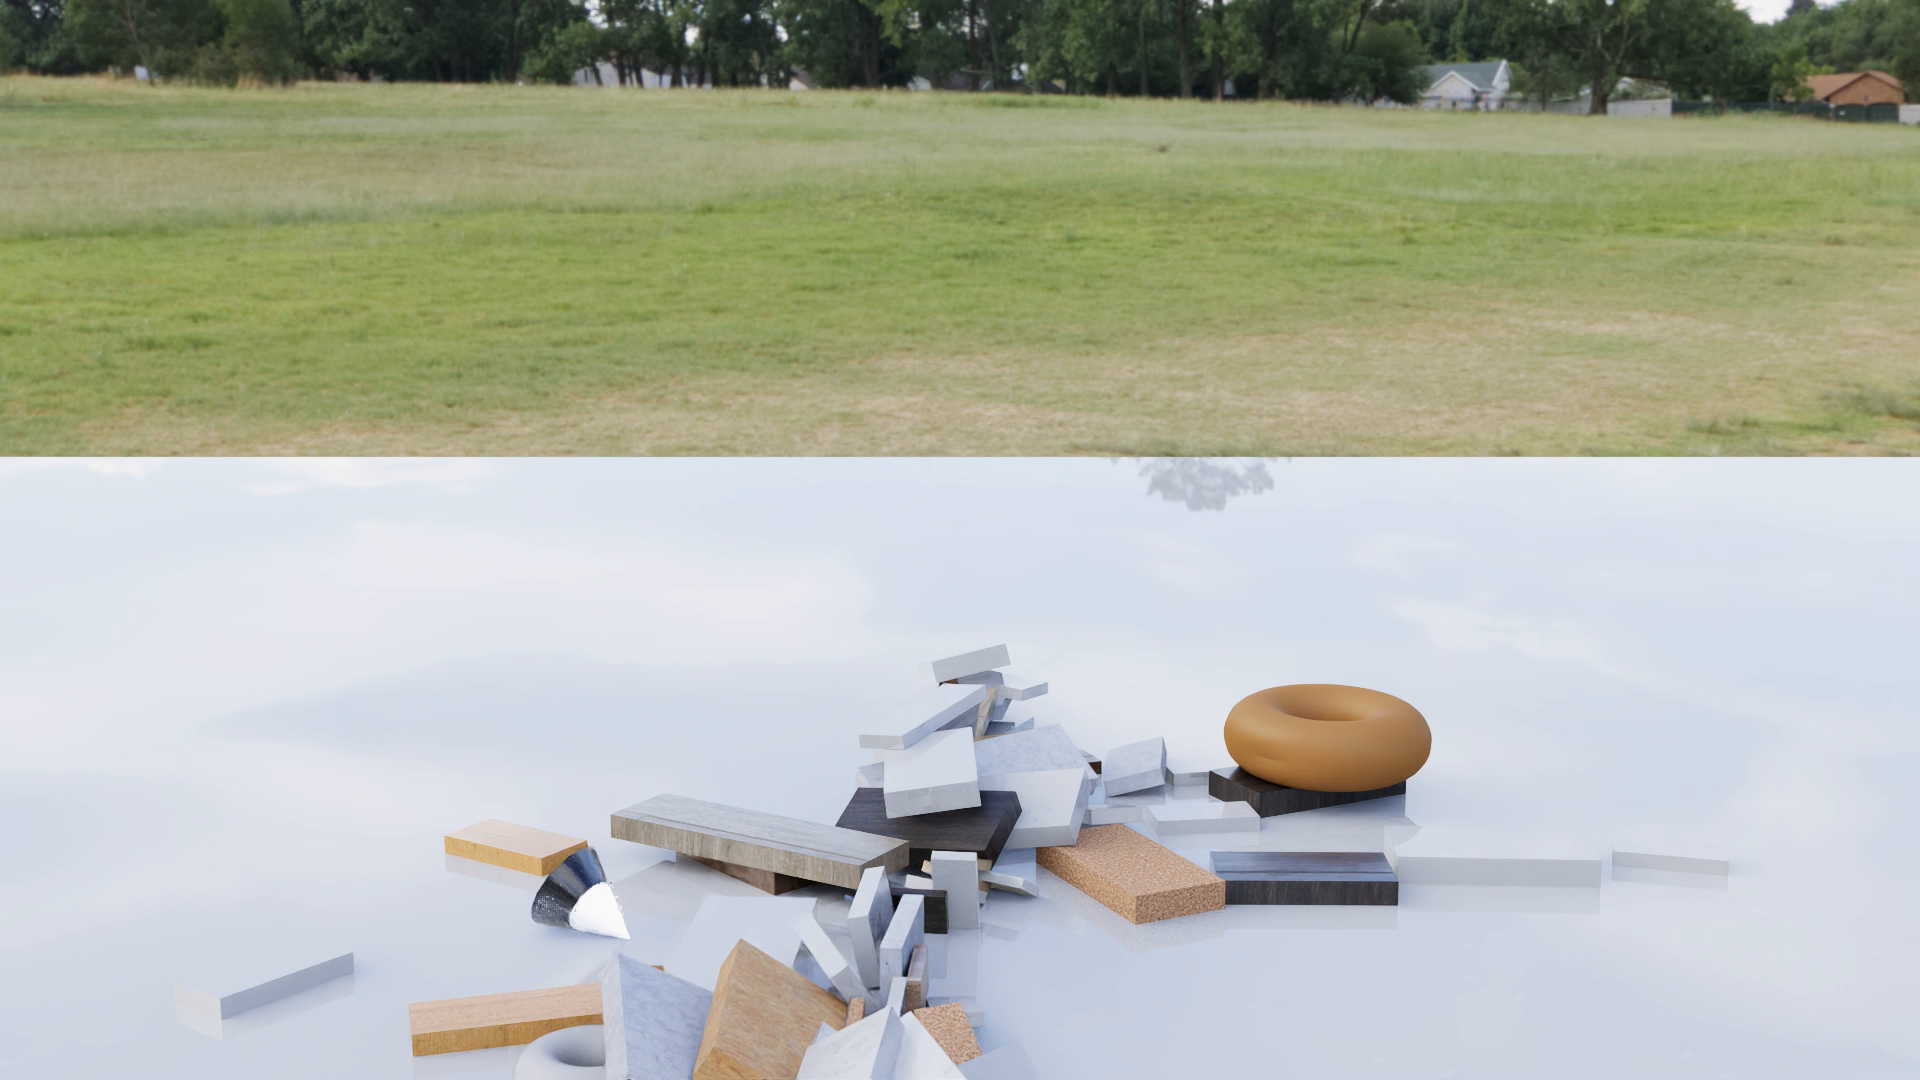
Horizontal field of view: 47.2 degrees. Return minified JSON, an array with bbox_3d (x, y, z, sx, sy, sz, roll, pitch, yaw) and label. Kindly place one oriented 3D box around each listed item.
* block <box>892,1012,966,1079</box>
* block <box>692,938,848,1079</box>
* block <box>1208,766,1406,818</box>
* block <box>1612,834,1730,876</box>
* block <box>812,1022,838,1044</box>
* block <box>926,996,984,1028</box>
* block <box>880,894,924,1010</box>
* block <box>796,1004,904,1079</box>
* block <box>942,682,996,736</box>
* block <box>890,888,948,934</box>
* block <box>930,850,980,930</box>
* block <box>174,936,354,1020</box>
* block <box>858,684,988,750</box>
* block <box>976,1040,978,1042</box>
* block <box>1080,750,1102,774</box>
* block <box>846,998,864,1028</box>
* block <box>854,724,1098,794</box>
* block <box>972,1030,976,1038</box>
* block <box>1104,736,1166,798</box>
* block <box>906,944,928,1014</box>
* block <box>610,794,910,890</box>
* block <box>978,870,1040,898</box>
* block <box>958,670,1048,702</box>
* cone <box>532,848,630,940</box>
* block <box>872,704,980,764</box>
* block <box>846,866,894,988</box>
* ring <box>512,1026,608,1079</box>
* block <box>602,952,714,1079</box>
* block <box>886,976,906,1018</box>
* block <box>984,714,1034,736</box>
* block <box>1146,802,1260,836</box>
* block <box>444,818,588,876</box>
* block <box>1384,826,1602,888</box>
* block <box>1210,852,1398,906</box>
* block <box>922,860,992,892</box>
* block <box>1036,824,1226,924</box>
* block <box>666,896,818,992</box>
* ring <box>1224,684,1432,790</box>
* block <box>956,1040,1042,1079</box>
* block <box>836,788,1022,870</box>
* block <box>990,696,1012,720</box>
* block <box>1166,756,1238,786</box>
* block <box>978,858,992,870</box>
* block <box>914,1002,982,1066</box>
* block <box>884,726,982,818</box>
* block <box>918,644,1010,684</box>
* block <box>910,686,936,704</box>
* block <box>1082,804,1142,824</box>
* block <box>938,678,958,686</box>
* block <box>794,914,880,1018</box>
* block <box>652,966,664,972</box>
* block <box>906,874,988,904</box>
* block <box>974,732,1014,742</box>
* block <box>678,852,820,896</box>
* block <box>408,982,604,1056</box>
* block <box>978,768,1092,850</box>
[{"bbox_3d":[-0.066,0.662,2.651,0.125,0.035,0.398,-31,7,-10],"label":"block"},{"bbox_3d":[-0.244,0.658,2.901,0.179,0.051,0.358,33,9,-7],"label":"block"},{"bbox_3d":[0.667,0.464,4.216,0.339,0.048,0.170,-5,12,-27],"label":"block"},{"bbox_3d":[1.234,0.547,3.824,0.190,0.027,0.095,3,11,16],"label":"block"},{"bbox_3d":[-0.135,0.690,2.892,0.131,0.019,0.066,34,12,-2],"label":"block"},{"bbox_3d":[-0.008,0.665,3.100,0.071,0.020,0.142,-1,-3,-5],"label":"block"},{"bbox_3d":[-0.084,0.613,3.238,0.032,0.112,0.223,1,11,7],"label":"block"},{"bbox_3d":[-0.143,0.660,2.690,0.125,0.035,0.250,-29,7,10],"label":"block"},{"bbox_3d":[-0.007,0.378,4.453,0.113,0.032,0.227,6,36,13],"label":"block"},{"bbox_3d":[-0.090,0.587,3.486,0.140,0.070,0.020,1,26,8],"label":"block"},{"bbox_3d":[-0.006,0.555,3.481,0.070,0.140,0.020,1,32,7],"label":"block"},{"bbox_3d":[-1.032,0.648,3.267,0.115,0.033,0.230,8,13,37],"label":"block"},{"bbox_3d":[-0.066,0.327,4.093,0.093,0.026,0.314,-1,13,30],"label":"block"},{"bbox_3d":[-0.004,0.711,2.967,0.065,0.018,0.130,-1,11,-4],"label":"block"},{"bbox_3d":[0.177,0.448,4.361,0.185,0.026,0.093,-4,11,-21],"label":"block"},{"bbox_3d":[-0.143,0.681,2.996,0.019,0.066,0.131,0,11,1],"label":"block"},{"bbox_3d":[0.033,0.446,4.072,0.430,0.044,0.155,-10,41,-28],"label":"block"},{"bbox_3d":[-0.018,0.682,3.044,0.065,0.018,0.130,-1,-3,-7],"label":"block"},{"bbox_3d":[0.344,0.442,4.299,0.113,0.032,0.226,-14,9,9],"label":"block"},{"bbox_3d":[-0.061,0.644,3.181,0.020,0.071,0.142,1,11,3],"label":"block"},{"bbox_3d":[-0.346,0.511,3.753,0.522,0.042,0.148,6,12,31],"label":"block"},{"bbox_3d":[0.065,0.568,3.660,0.123,0.017,0.062,7,-18,32],"label":"block"},{"bbox_3d":[0.090,0.306,4.644,0.175,0.025,0.087,9,14,40],"label":"block"},{"bbox_3d":[-0.574,0.591,3.486,0.146,0.146,0.146,34,24,21],"label":"cone"},{"bbox_3d":[-0.064,0.375,4.220,0.227,0.113,0.032,-15,35,-37],"label":"block"},{"bbox_3d":[-0.132,0.589,3.358,0.032,0.112,0.223,-10,9,6],"label":"block"},{"bbox_3d":[-0.482,0.700,2.891,0.208,0.069,0.208,2,10,0],"label":"ring"},{"bbox_3d":[-0.370,0.665,2.865,0.179,0.051,0.358,26,7,-15],"label":"block"},{"bbox_3d":[-0.089,0.668,3.056,0.020,0.071,0.142,1,11,3],"label":"block"},{"bbox_3d":[0.081,0.399,4.629,0.087,0.025,0.175,5,12,25],"label":"block"},{"bbox_3d":[0.444,0.509,4.029,0.190,0.027,0.095,-2,11,-8],"label":"block"},{"bbox_3d":[-0.779,0.538,3.858,0.230,0.033,0.115,7,12,32],"label":"block"},{"bbox_3d":[0.913,0.544,3.787,0.339,0.048,0.170,1,11,3],"label":"block"},{"bbox_3d":[0.573,0.566,3.683,0.295,0.042,0.148,0,11,1],"label":"block"},{"bbox_3d":[-0.006,0.557,3.625,0.062,0.017,0.123,7,-17,33],"label":"block"},{"bbox_3d":[0.283,0.559,3.706,0.170,0.048,0.339,-5,12,-26],"label":"block"},{"bbox_3d":[-0.331,0.635,3.287,0.179,0.051,0.453,1,11,3],"label":"block"},{"bbox_3d":[0.703,0.376,4.210,0.394,0.131,0.394,0,12,0],"label":"ring"},{"bbox_3d":[0.039,0.708,2.876,0.146,0.019,0.066,-10,58,-43],"label":"block"},{"bbox_3d":[-0.064,0.497,3.796,0.310,0.044,0.155,-2,33,27],"label":"block"},{"bbox_3d":[0.047,0.334,4.648,0.113,0.032,0.226,2,11,8],"label":"block"},{"bbox_3d":[0.498,0.454,4.327,0.190,0.027,0.095,-2,11,-11],"label":"block"},{"bbox_3d":[0.004,0.528,3.616,0.062,0.017,0.123,8,-6,20],"label":"block"},{"bbox_3d":[-0.013,0.675,2.951,0.065,0.018,0.130,-6,31,-16],"label":"block"},{"bbox_3d":[-0.051,0.407,3.875,0.160,0.045,0.320,-8,12,0],"label":"block"},{"bbox_3d":[0.005,0.266,4.731,0.160,0.045,0.326,-14,-2,-7],"label":"block"},{"bbox_3d":[-0.058,0.358,4.850,0.087,0.025,0.175,2,11,10],"label":"block"},{"bbox_3d":[0.261,0.495,3.975,0.093,0.026,0.185,-2,-5,-10],"label":"block"},{"bbox_3d":[0.002,0.354,4.719,0.113,0.032,0.485,1,11,4],"label":"block"},{"bbox_3d":[-0.173,0.625,3.171,0.032,0.112,0.223,-36,18,-9],"label":"block"},{"bbox_3d":[-0.470,0.660,3.247,0.061,0.017,0.121,-1,11,-6],"label":"block"},{"bbox_3d":[-0.022,0.569,3.582,0.070,0.020,0.140,7,-10,33],"label":"block"},{"bbox_3d":[0.071,0.441,4.173,0.320,0.045,0.160,-4,37,-22],"label":"block"},{"bbox_3d":[-0.349,0.542,3.813,0.148,0.042,0.295,-9,14,-40],"label":"block"},{"bbox_3d":[-0.628,0.677,3.113,0.291,0.033,0.115,-3,11,-16],"label":"block"},{"bbox_3d":[0.064,0.476,3.851,0.310,0.044,0.155,-7,31,20],"label":"block"}]
